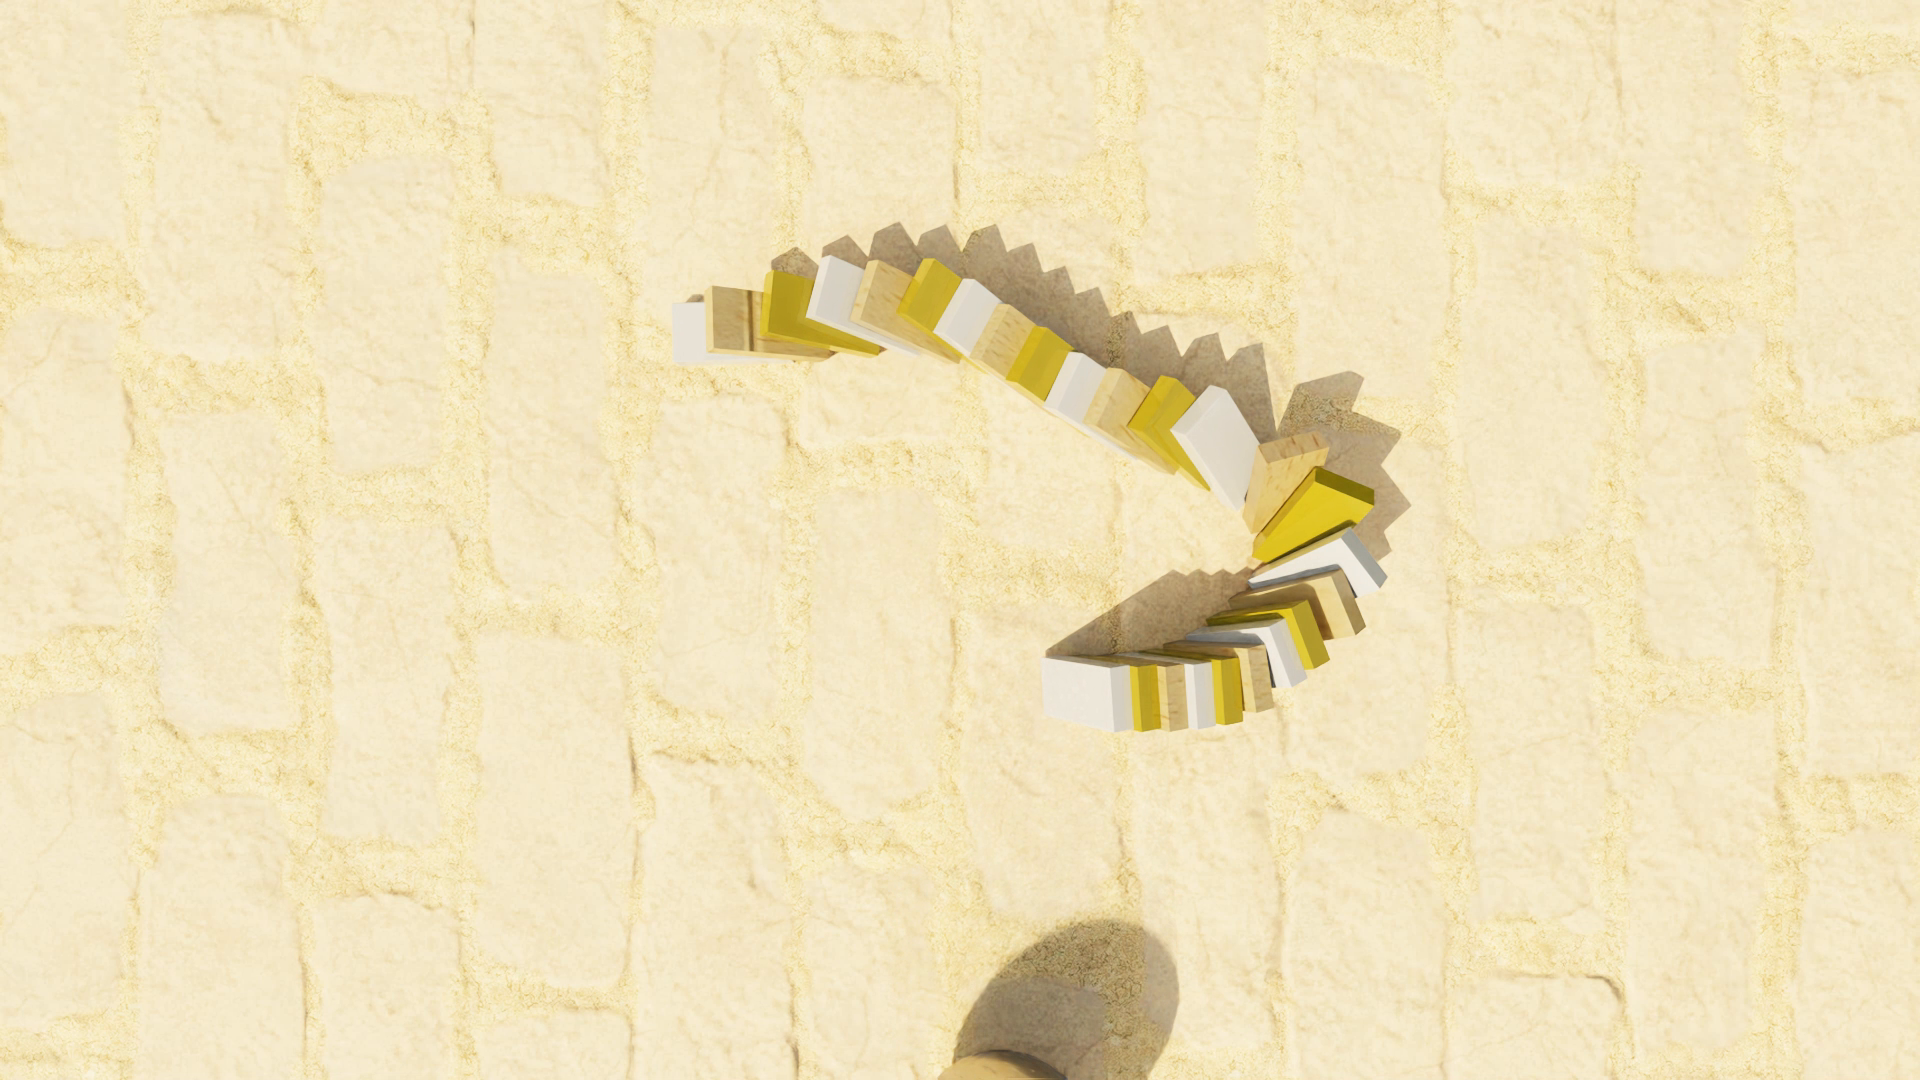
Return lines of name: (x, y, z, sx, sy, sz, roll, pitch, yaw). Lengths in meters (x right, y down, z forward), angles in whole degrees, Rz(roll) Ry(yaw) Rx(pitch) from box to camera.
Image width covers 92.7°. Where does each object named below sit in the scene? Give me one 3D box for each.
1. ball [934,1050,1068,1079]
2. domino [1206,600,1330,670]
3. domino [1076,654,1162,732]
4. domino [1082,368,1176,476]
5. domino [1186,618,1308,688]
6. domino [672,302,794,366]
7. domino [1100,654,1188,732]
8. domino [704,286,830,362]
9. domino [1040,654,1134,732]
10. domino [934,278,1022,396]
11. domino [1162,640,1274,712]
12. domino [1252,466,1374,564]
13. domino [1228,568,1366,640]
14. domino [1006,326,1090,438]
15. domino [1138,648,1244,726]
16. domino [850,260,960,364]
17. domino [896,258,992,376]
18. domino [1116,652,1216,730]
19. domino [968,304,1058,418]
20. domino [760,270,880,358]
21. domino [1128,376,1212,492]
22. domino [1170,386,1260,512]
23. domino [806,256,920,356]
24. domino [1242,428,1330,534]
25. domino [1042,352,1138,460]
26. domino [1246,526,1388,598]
ball: (0.017, 0.246, 0.360, 0.080, 0.080, 0.080, 0, 90, 0)
domino: (0.125, 0.040, 0.376, 0.009, 0.050, 0.025, -21, 90, -27)
domino: (0.062, 0.062, 0.376, 0.009, 0.050, 0.025, -4, 90, -27)
domino: (0.076, -0.049, 0.382, 0.050, 0.010, 0.025, 25, 90, -34)
domino: (0.116, 0.047, 0.376, 0.010, 0.050, 0.025, -21, 90, -27)
domino: (-0.098, -0.089, 0.395, 0.050, 0.010, 0.025, -1, 90, 0)
domino: (0.072, 0.062, 0.376, 0.009, 0.050, 0.025, -4, 90, -27)
domino: (-0.079, -0.089, 0.380, 0.050, 0.009, 0.025, -2, 90, -33)
domino: (0.051, 0.062, 0.376, 0.009, 0.050, 0.025, -4, 90, -27)
domino: (0.015, -0.084, 0.382, 0.050, 0.009, 0.025, 30, 89, -34)
domino: (0.105, 0.055, 0.376, 0.009, 0.050, 0.025, -8, 90, -27)
domino: (0.145, -0.006, 0.378, 0.025, 0.050, 0.010, 22, 50, 0)
domino: (0.138, 0.030, 0.377, 0.009, 0.050, 0.025, -23, 91, -38)
domino: (0.045, -0.065, 0.382, 0.050, 0.009, 0.025, 28, 90, -34)
domino: (0.094, 0.059, 0.376, 0.010, 0.050, 0.025, -4, 90, -27)
domino: (-0.019, -0.094, 0.382, 0.050, 0.010, 0.025, 17, 90, -34)
domino: (0.000, -0.092, 0.382, 0.050, 0.010, 0.025, 28, 89, -34)
domino: (0.083, 0.061, 0.376, 0.010, 0.050, 0.025, -4, 90, -27)
domino: (0.030, -0.074, 0.382, 0.050, 0.010, 0.025, 29, 90, -34)
domino: (-0.057, -0.094, 0.383, 0.050, 0.009, 0.025, 6, 90, -32)
domino: (0.094, -0.044, 0.382, 0.050, 0.010, 0.025, 33, 90, -35)
domino: (0.110, -0.038, 0.381, 0.025, 0.010, 0.050, -48, 124, -4)
domino: (-0.037, -0.097, 0.383, 0.050, 0.009, 0.025, 15, 90, -32)
domino: (0.133, -0.023, 0.377, 0.025, 0.050, 0.010, -15, 56, 0)
domino: (0.060, -0.055, 0.382, 0.050, 0.009, 0.025, 25, 90, -33)
domino: (0.146, 0.016, 0.377, 0.009, 0.050, 0.025, -37, 90, -37)
